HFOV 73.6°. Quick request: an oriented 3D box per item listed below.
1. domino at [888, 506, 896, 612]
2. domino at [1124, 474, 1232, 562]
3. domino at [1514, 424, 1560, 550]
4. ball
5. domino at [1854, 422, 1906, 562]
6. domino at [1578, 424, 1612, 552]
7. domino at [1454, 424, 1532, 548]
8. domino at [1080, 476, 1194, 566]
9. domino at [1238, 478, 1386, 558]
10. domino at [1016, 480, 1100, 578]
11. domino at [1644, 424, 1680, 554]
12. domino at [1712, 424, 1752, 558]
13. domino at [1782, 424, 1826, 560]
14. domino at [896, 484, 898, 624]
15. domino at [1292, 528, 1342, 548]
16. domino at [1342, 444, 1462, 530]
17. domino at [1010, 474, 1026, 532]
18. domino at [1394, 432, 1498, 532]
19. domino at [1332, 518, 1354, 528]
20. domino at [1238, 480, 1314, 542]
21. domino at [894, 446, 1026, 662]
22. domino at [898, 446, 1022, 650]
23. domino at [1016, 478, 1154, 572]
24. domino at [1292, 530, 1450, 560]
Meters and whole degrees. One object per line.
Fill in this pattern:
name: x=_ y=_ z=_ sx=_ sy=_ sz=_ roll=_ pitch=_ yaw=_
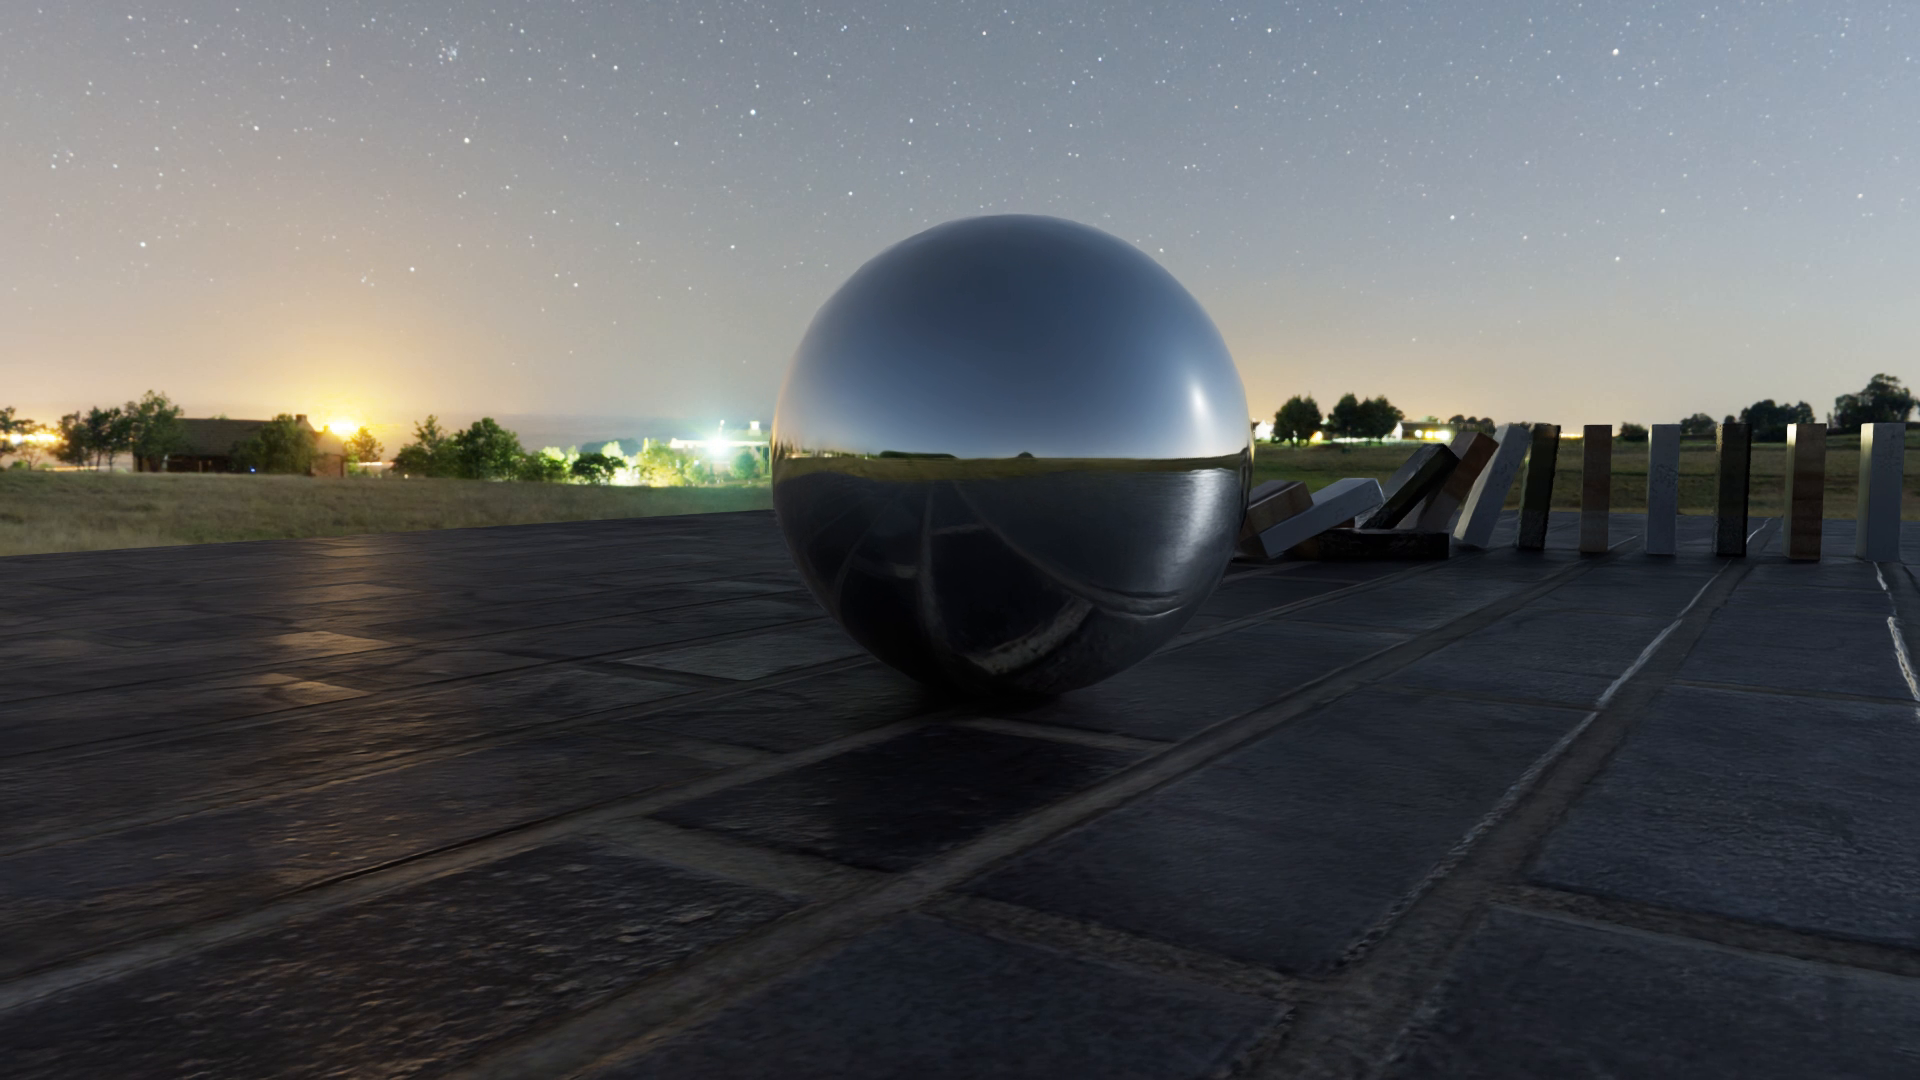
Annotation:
domino: x=-0.005 y=0.001 z=0.344 sx=0.025 sy=0.010 sz=0.050 roll=0 pitch=30 yaw=0
domino: x=0.076 y=-0.009 z=0.476 sx=0.025 sy=0.009 sz=0.050 roll=1 pitch=29 yaw=47
domino: x=0.235 y=-0.022 z=0.523 sx=0.009 sy=0.050 sz=0.025 roll=7 pitch=6 yaw=19
ball: x=0.008 y=-0.014 z=0.215 sx=0.080 sy=0.080 sz=0.080 roll=0 pitch=4 yaw=0
domino: x=0.339 y=-0.018 z=0.473 sx=0.010 sy=0.050 sz=0.025 roll=2 pitch=5 yaw=27
domino: x=0.255 y=-0.021 z=0.514 sx=0.010 sy=0.050 sz=0.025 roll=2 pitch=5 yaw=24
domino: x=0.219 y=-0.022 z=0.529 sx=0.009 sy=0.050 sz=0.025 roll=21 pitch=9 yaw=11
domino: x=0.059 y=-0.008 z=0.461 sx=0.025 sy=0.009 sz=0.050 roll=1 pitch=29 yaw=47
domino: x=0.130 y=-0.009 z=0.481 sx=0.050 sy=0.010 sz=0.025 roll=-25 pitch=7 yaw=-8
domino: x=0.023 y=-0.005 z=0.429 sx=0.025 sy=0.009 sz=0.050 roll=3 pitch=31 yaw=39
domino: x=0.276 y=-0.020 z=0.504 sx=0.010 sy=0.050 sz=0.025 roll=2 pitch=5 yaw=26
domino: x=0.297 y=-0.020 z=0.494 sx=0.009 sy=0.050 sz=0.025 roll=2 pitch=5 yaw=27
domino: x=0.318 y=-0.019 z=0.483 sx=0.010 sy=0.050 sz=0.025 roll=2 pitch=5 yaw=27
domino: x=-0.004 y=0.002 z=0.323 sx=0.025 sy=0.009 sz=0.050 roll=0 pitch=32 yaw=-3
domino: x=0.147 y=-0.003 z=0.549 sx=0.025 sy=0.010 sz=0.050 roll=1 pitch=4 yaw=9
domino: x=0.182 y=-0.019 z=0.533 sx=0.010 sy=0.050 sz=0.025 roll=44 pitch=4 yaw=-2
domino: x=0.004 y=-0.005 z=0.412 sx=0.025 sy=0.010 sz=0.050 roll=-1 pitch=31 yaw=16
domino: x=0.202 y=-0.021 z=0.533 sx=0.009 sy=0.050 sz=0.025 roll=32 pitch=5 yaw=0
domino: x=0.146 y=-0.011 z=0.529 sx=0.025 sy=0.010 sz=0.050 roll=1 pitch=4 yaw=8
domino: x=0.103 y=-0.008 z=0.478 sx=0.050 sy=0.010 sz=0.025 roll=-25 pitch=10 yaw=-12
domino: x=-0.001 y=0.002 z=0.264 sx=0.025 sy=0.009 sz=0.050 roll=0 pitch=49 yaw=-3
domino: x=-0.001 y=0.001 z=0.278 sx=0.025 sy=0.009 sz=0.050 roll=0 pitch=49 yaw=-3
domino: x=0.042 y=-0.006 z=0.445 sx=0.025 sy=0.010 sz=0.050 roll=3 pitch=31 yaw=46
domino: x=0.154 y=0.002 z=0.483 sx=0.050 sy=0.010 sz=0.025 roll=0 pitch=4 yaw=-6
